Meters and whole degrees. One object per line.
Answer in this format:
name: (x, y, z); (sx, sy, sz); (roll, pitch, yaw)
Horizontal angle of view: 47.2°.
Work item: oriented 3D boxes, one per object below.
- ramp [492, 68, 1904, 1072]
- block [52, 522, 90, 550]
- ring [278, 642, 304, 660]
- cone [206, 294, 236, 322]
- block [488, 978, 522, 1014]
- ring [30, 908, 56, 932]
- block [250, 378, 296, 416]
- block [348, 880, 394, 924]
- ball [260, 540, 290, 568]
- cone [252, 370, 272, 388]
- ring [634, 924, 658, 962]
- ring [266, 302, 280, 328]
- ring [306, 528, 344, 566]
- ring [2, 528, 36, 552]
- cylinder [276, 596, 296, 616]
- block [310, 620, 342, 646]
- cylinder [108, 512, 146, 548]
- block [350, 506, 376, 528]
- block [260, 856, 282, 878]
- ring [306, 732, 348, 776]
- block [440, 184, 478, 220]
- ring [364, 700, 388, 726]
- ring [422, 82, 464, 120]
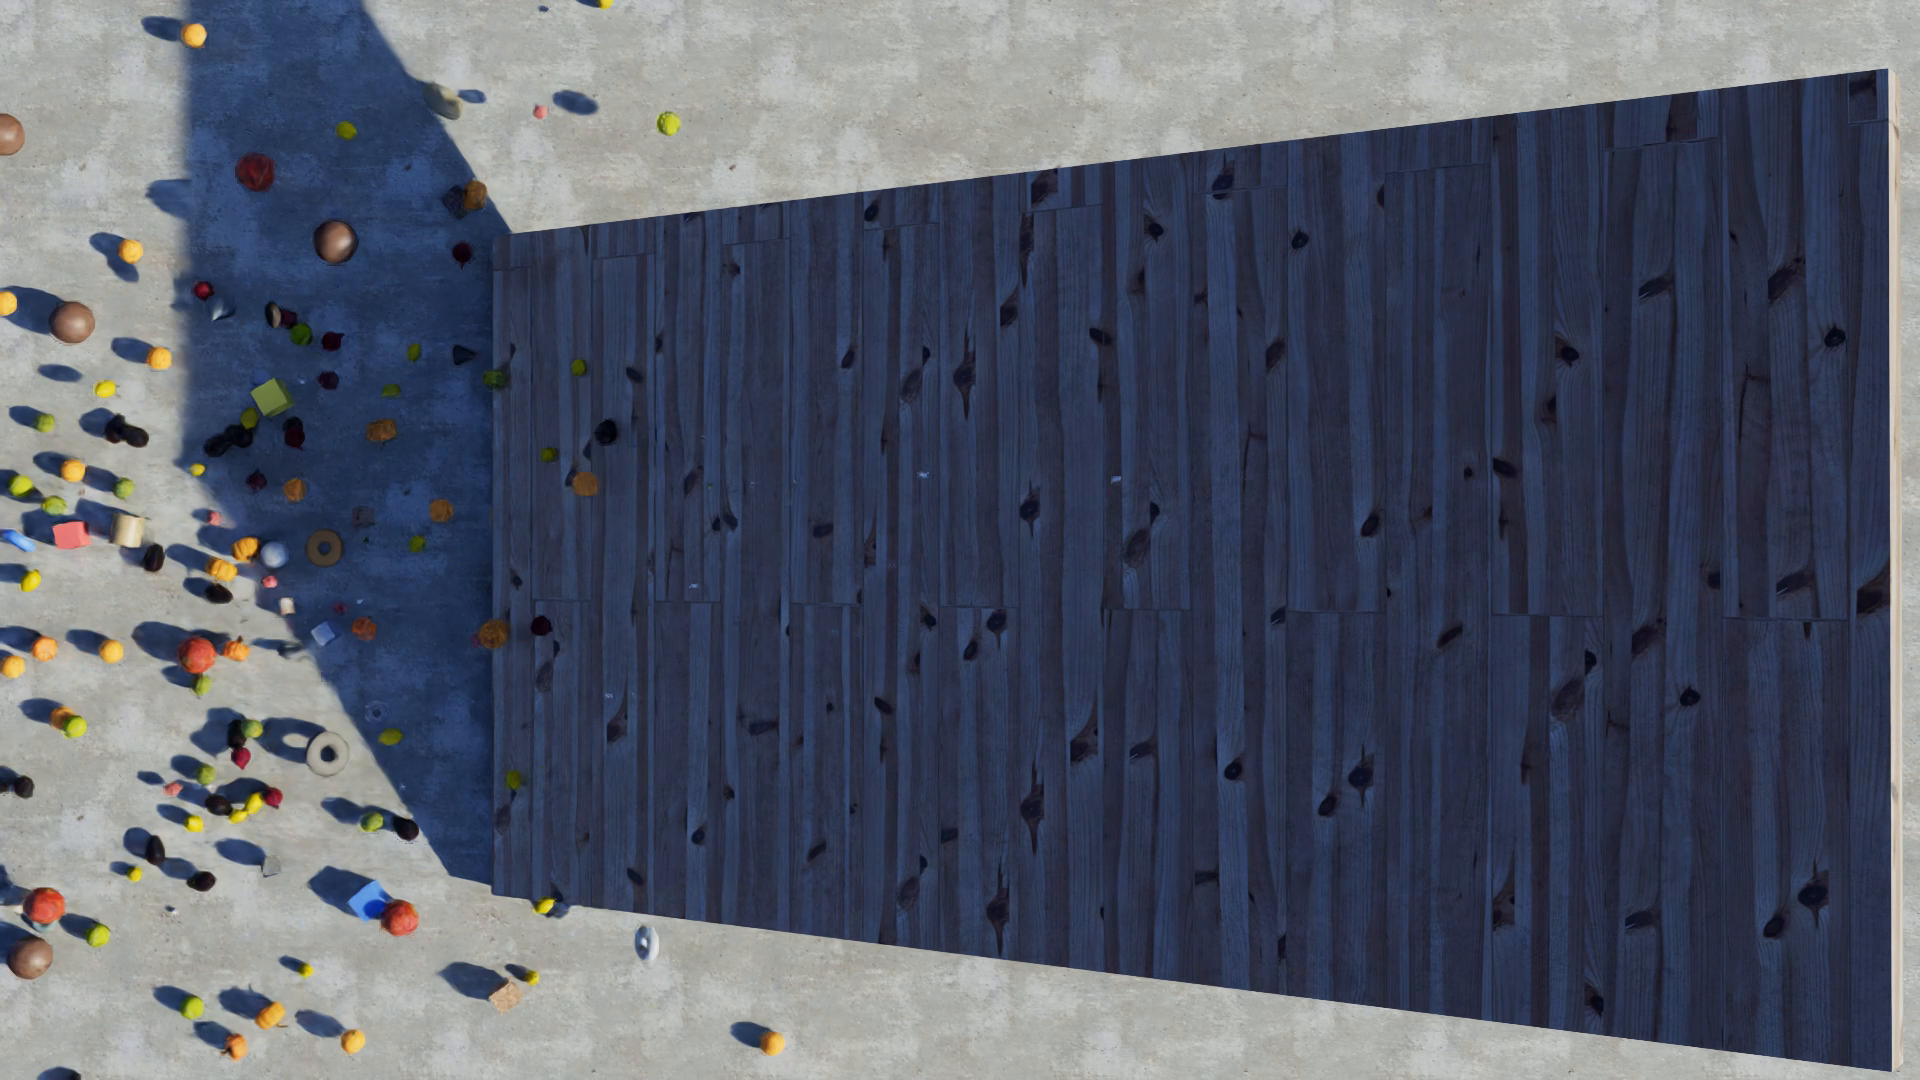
ramp: (0.244, 0.068, 5.569); (4.000, 0.100, 2.000); (0, 89, 35)
block: (-2.716, -0.013, 6.722); (0.075, 0.075, 0.075); (-11, 90, 0)
ring: (-2.044, 0.340, 6.723); (0.075, 0.075, 0.025); (7, 121, 0)
cone: (-2.267, -0.690, 6.703); (0.087, 0.087, 0.087); (3, 131, 3)
block: (-1.383, 1.387, 6.689); (0.069, 0.069, 0.069); (-34, 100, -1)
ring: (-2.807, 1.164, 6.737); (0.080, 0.027, 0.080); (0, 90, 1)
block: (-2.100, -0.435, 6.721); (0.083, 0.083, 0.083); (-30, 90, 0)
block: (-1.798, 1.103, 6.708); (0.084, 0.084, 0.084); (-40, 89, 0)
ball: (-2.092, 0.043, 6.714); (0.090, 0.090, 0.090); (0, 90, 0)
cone: (-2.147, -0.485, 6.726); (0.062, 0.062, 0.062); (0, 102, 1)
ring: (-0.936, 1.203, 6.565); (0.037, 0.111, 0.111); (2, 89, -38)
ring: (-2.016, -0.660, 6.452); (0.025, 0.076, 0.076); (-16, 89, -37)
ring: (-1.948, 0.024, 6.739); (0.117, 0.039, 0.117); (0, 87, 2)
ring: (-2.863, 0.002, 6.689); (0.102, 0.102, 0.034); (20, 62, 0)
cylinder: (-2.064, 0.202, 6.730); (0.052, 0.052, 0.052); (-6, 89, 0)
block: (-1.936, 0.283, 6.724); (0.058, 0.058, 0.058); (-34, 90, 8)
cylinder: (-2.543, -0.029, 6.710); (0.093, 0.093, 0.093); (10, 87, 0)
block: (-1.817, -0.070, 6.690); (0.054, 0.054, 0.054); (4, 75, -41)
block: (-2.094, 0.992, 6.686); (0.052, 0.052, 0.052); (-12, 90, -12)
ring: (-1.926, 0.651, 6.691); (0.139, 0.046, 0.139); (7, 79, -40)
block: (-1.535, -1.034, 6.732); (0.071, 0.071, 0.071); (-42, 90, 0)
ring: (-1.789, 0.530, 6.742); (0.076, 0.025, 0.076); (0, 90, 1)
ring: (-1.576, -1.338, 6.705); (0.140, 0.140, 0.047); (46, 112, 0)
